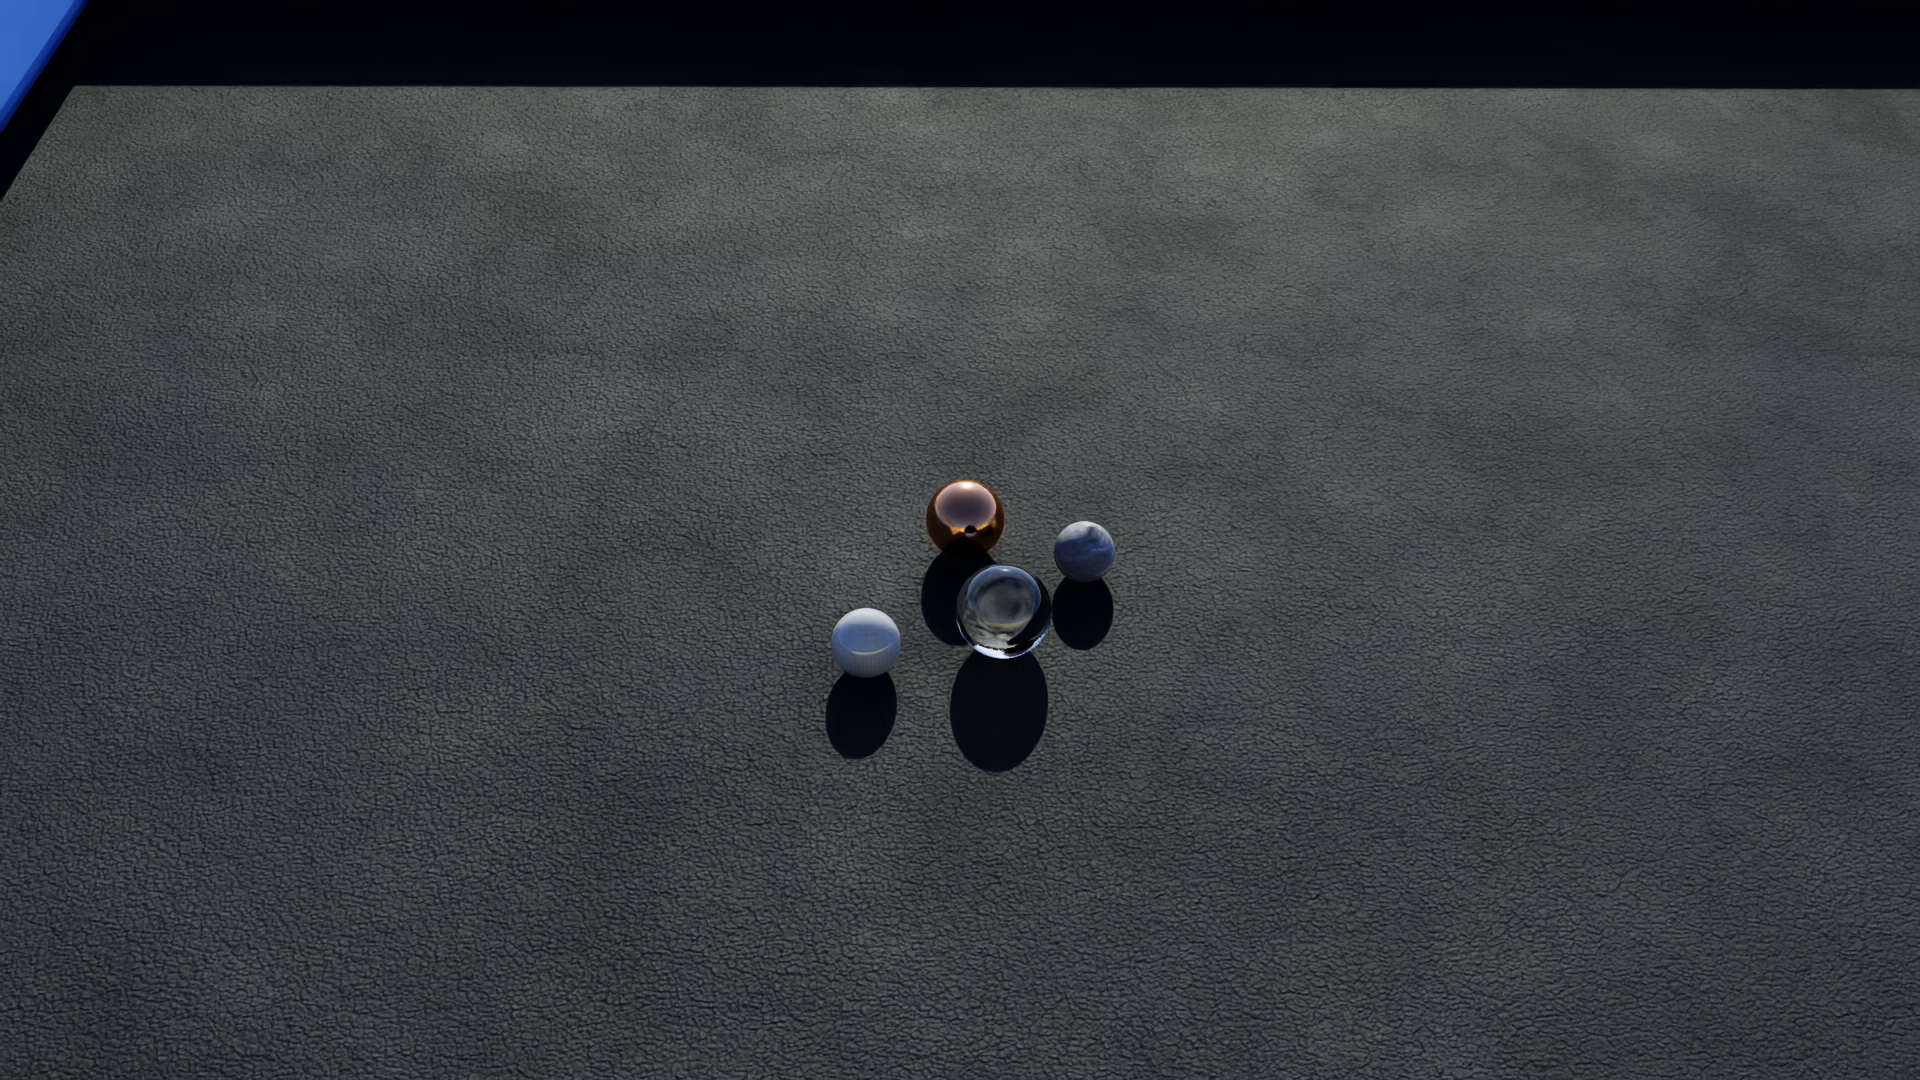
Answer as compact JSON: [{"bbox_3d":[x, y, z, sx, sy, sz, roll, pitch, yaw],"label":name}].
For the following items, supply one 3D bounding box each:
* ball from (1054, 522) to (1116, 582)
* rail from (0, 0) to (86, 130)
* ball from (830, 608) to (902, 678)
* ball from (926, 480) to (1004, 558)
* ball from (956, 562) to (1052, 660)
[{"bbox_3d":[0.083,0.008,1.706,0.041,0.041,0.041,0,36,0],"label":"ball"},{"bbox_3d":[-0.819,-0.034,1.689,0.045,0.126,1.936,0,36,0],"label":"rail"},{"bbox_3d":[-0.059,0.065,1.625,0.044,0.044,0.044,0,36,0],"label":"ball"},{"bbox_3d":[0.004,-0.014,1.726,0.053,0.053,0.053,0,36,0],"label":"ball"},{"bbox_3d":[0.028,0.045,1.637,0.062,0.062,0.062,0,36,0],"label":"ball"}]
